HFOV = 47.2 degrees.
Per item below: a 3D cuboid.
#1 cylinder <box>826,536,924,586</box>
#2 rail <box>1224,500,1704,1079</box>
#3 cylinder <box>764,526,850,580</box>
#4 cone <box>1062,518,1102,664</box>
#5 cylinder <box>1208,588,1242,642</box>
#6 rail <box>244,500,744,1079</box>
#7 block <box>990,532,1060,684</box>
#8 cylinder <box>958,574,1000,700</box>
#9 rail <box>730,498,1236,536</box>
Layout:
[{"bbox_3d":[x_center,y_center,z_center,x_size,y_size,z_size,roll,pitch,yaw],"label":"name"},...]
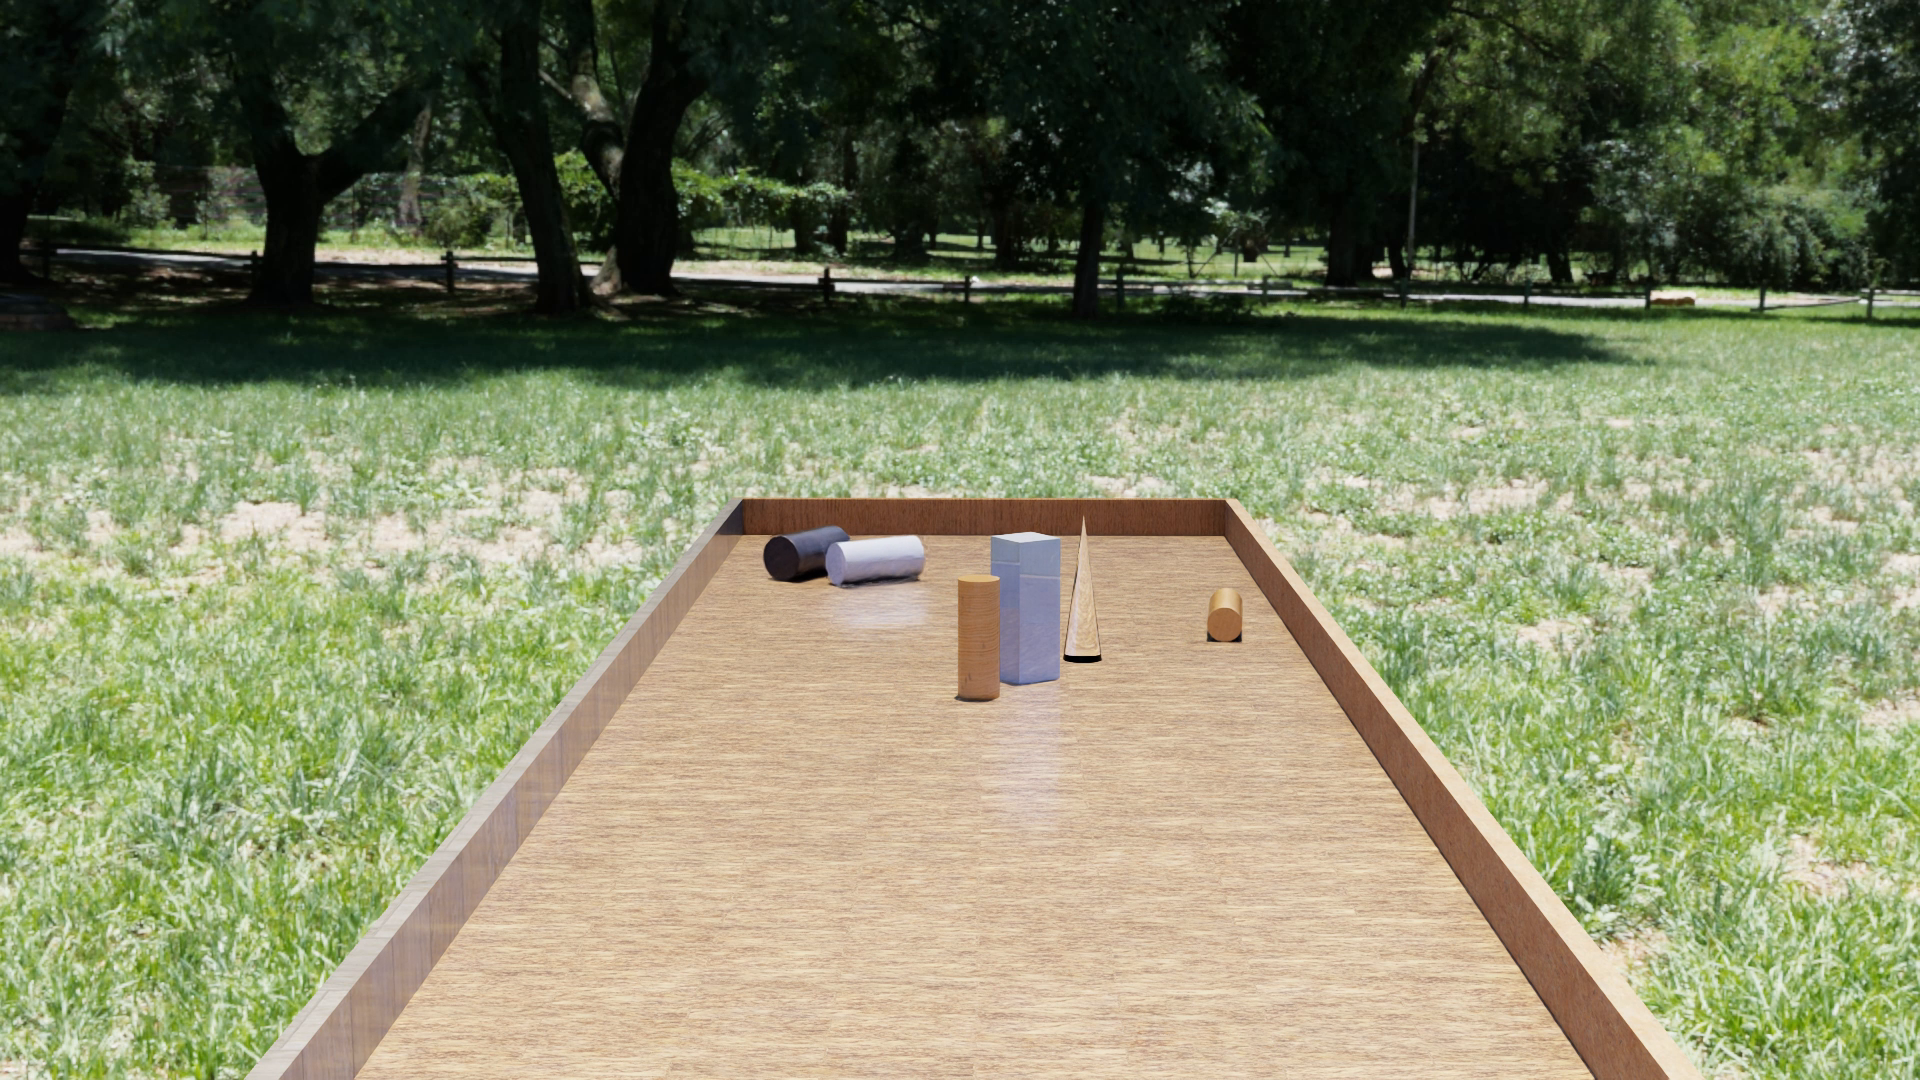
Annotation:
[{"bbox_3d":[-0.309,0.075,8.037,0.328,0.156,0.156,-5,10,-31],"label":"cylinder"},{"bbox_3d":[1.046,0.843,3.208,0.050,0.150,12.000,0,9,1],"label":"rail"},{"bbox_3d":[-0.565,0.048,8.184,0.164,0.164,0.325,6,11,33],"label":"cylinder"},{"bbox_3d":[0.374,0.143,6.680,0.120,0.447,0.120,0,9,0],"label":"cone"},{"bbox_3d":[0.861,0.241,7.132,0.111,0.111,0.349,1,9,7],"label":"cylinder"},{"bbox_3d":[-1.004,0.839,3.234,0.050,0.150,12.000,0,9,1],"label":"rail"},{"bbox_3d":[0.191,0.197,6.434,0.146,0.416,0.146,-6,11,-34],"label":"block"},{"bbox_3d":[0.053,0.275,6.197,0.119,0.338,0.119,0,9,0],"label":"cylinder"},{"bbox_3d":[0.099,-0.098,9.147,2.100,0.150,0.050,0,9,1],"label":"rail"}]
